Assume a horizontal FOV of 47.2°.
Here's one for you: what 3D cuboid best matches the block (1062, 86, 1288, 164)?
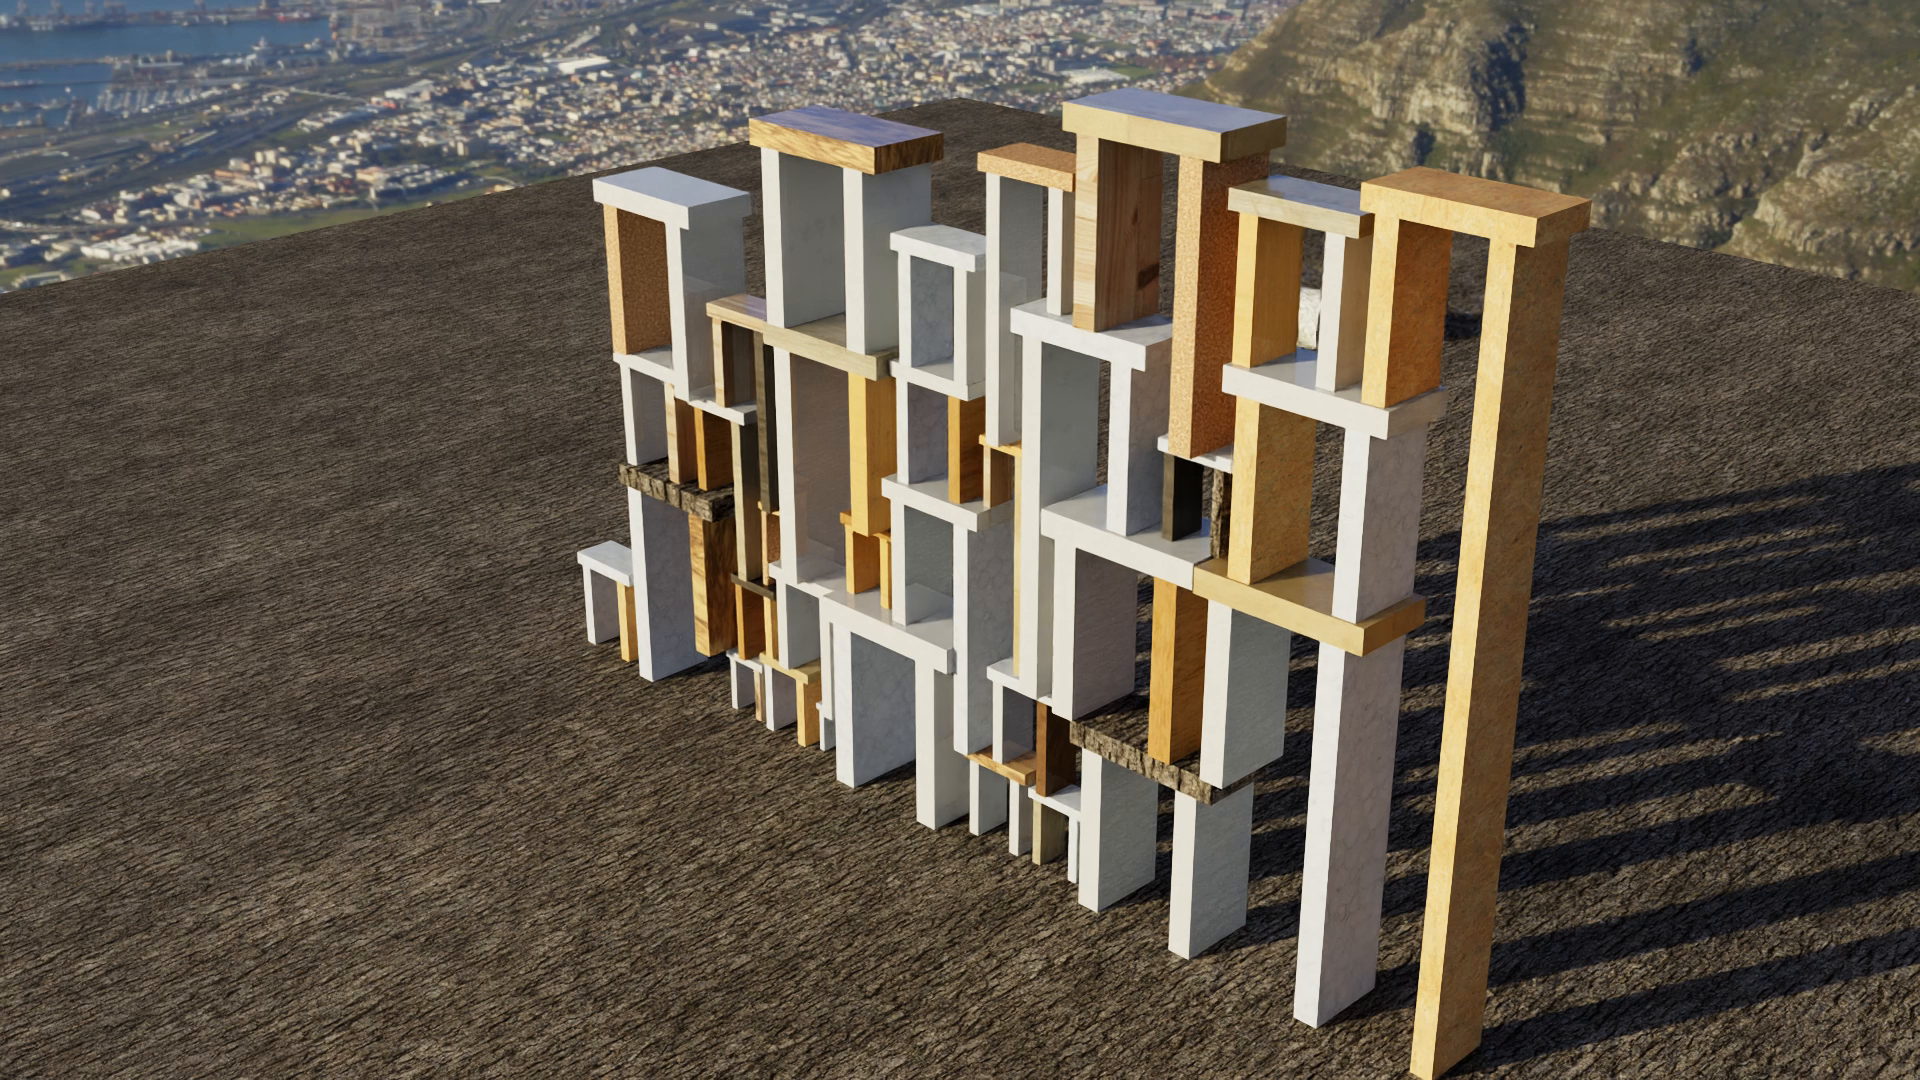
[{"bbox_3d":[0.345,-0.675,3.561,0.166,0.047,0.332,-22,31,-40],"label":"block"}]

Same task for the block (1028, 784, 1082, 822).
[{"bbox_3d":[0.206,0.495,4.211,0.139,0.020,0.070,21,31,41],"label":"block"}]

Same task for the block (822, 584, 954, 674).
[{"bbox_3d":[-0.089,0.161,4.397,0.180,0.051,0.359,-21,31,-41],"label":"block"}]

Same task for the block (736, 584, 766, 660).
[{"bbox_3d":[-0.451,0.169,4.779,0.070,0.178,0.020,-22,31,-40],"label":"block"}]

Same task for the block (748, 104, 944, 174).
[{"bbox_3d":[-0.216,-0.755,4.137,0.175,0.050,0.350,-21,31,-40],"label":"block"}]

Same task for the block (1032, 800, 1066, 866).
[{"bbox_3d":[0.173,0.556,4.272,0.020,0.140,0.070,21,31,41],"label":"block"}]

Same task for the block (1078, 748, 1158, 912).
[{"bbox_3d":[0.299,0.516,4.121,0.047,0.331,0.166,21,31,41],"label":"block"}]

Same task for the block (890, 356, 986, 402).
[{"bbox_3d":[-0.023,-0.310,4.115,0.104,0.030,0.209,-21,31,-40],"label":"block"}]

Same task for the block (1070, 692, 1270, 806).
[{"bbox_3d":[0.377,0.372,3.976,0.331,0.047,0.166,21,31,41],"label":"block"}]

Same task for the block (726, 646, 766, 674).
[{"bbox_3d":[-0.450,0.256,4.823,0.061,0.017,0.121,-21,31,-40],"label":"block"}]

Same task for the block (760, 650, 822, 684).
[{"bbox_3d":[-0.349,0.263,4.715,0.155,0.022,0.077,21,31,41],"label":"block"}]

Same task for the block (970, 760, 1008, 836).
[{"bbox_3d":[0.057,0.499,4.375,0.023,0.164,0.082,21,31,41],"label":"block"}]

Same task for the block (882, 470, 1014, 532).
[{"bbox_3d":[-0.014,-0.085,4.203,0.129,0.037,0.258,-21,31,-40],"label":"block"}]

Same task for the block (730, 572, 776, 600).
[{"bbox_3d":[-0.418,0.090,4.710,0.070,0.020,0.140,-22,31,-40],"label":"block"}]

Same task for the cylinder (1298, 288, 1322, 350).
[{"bbox_3d":[1.105,-0.734,7.240,0.196,0.196,0.196,10,25,22],"label":"cylinder"}]

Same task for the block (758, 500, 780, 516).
[{"bbox_3d":[-0.370,-0.068,4.597,0.101,0.014,0.050,21,31,40],"label":"block"}]

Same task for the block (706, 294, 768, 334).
[{"bbox_3d":[-0.417,-0.461,4.472,0.191,0.027,0.095,21,31,40],"label":"block"}]

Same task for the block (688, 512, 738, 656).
[{"bbox_3d":[-0.506,0.076,4.808,0.163,0.327,0.046,-21,30,-40],"label":"block"}]

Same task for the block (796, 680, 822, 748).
[{"bbox_3d":[-0.312,0.359,4.716,0.077,0.155,0.022,-21,31,-41],"label":"block"}]

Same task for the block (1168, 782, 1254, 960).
[{"bbox_3d":[0.455,0.577,3.977,0.166,0.331,0.047,-21,31,-41],"label":"block"}]

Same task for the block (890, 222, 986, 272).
[{"bbox_3d":[-0.012,-0.535,4.008,0.109,0.031,0.218,-21,31,-40],"label":"block"}]

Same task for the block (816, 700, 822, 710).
[{"bbox_3d":[-0.255,0.358,4.658,0.094,0.013,0.047,21,31,40],"label":"block"}]

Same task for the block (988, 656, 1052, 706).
[{"bbox_3d":[0.143,0.266,4.185,0.172,0.024,0.086,21,31,41],"label":"block"}]

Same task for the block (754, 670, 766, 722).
[{"bbox_3d":[-0.421,0.331,4.824,0.061,0.122,0.017,-21,31,-41],"label":"block"}]

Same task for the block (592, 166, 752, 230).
[{"bbox_3d":[-0.600,-0.713,4.570,0.162,0.046,0.325,-21,31,-40],"label":"block"}]

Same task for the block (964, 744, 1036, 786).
[{"bbox_3d":[0.095,0.428,4.303,0.082,0.023,0.164,-21,31,-41],"label":"block"}]

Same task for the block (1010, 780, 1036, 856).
[{"bbox_3d":[0.134,0.529,4.304,0.023,0.164,0.082,21,31,41],"label":"block"}]

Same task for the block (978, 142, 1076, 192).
[{"bbox_3d":[0.149,-0.644,3.794,0.221,0.031,0.111,21,31,40],"label":"block"}]

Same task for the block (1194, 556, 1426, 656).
[{"bbox_3d":[0.575,0.091,3.635,0.172,0.049,0.344,-21,31,-41],"label":"block"}]

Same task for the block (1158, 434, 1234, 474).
[{"bbox_3d":[0.420,-0.153,3.705,0.079,0.022,0.158,-22,31,-40],"label":"block"}]

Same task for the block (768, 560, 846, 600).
[{"bbox_3d":[-0.292,0.077,4.572,0.101,0.029,0.203,-21,31,-41],"label":"block"}]

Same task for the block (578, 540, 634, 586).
[{"bbox_3d":[-0.788,0.054,5.096,0.196,0.028,0.098,21,31,41],"label":"block"}]

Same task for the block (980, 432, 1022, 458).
[{"bbox_3d":[0.100,-0.178,4.045,0.060,0.017,0.121,-21,31,-41],"label":"block"}]

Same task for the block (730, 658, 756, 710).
[{"bbox_3d":[-0.478,0.309,4.877,0.061,0.121,0.017,-21,31,-41],"label":"block"}]

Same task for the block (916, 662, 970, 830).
[{"bbox_3d":[-0.006,0.382,4.400,0.051,0.359,0.180,21,31,41],"label":"block"}]

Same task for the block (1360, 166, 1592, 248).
[{"bbox_3d":[0.748,-0.488,3.201,0.294,0.042,0.147,21,31,41],"label":"block"}]

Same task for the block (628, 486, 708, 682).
[{"bbox_3d":[-0.658,0.080,4.977,0.046,0.465,0.163,21,31,41],"label":"block"}]

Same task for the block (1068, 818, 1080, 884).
[{"bbox_3d":[0.239,0.581,4.212,0.020,0.139,0.070,21,31,41],"label":"block"}]

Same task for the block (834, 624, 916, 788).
[{"bbox_3d":[-0.175,0.316,4.556,0.180,0.359,0.051,-21,31,-41],"label":"block"}]

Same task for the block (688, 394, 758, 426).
[{"bbox_3d":[-0.477,-0.286,4.619,0.092,0.026,0.184,-21,31,-40],"label":"block"}]

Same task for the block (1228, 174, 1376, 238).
[{"bbox_3d":[0.551,-0.517,3.399,0.247,0.035,0.124,21,31,41],"label":"block"}]

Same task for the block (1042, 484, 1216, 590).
[{"bbox_3d":[0.329,-0.009,3.864,0.346,0.049,0.173,21,31,40],"label":"block"}]

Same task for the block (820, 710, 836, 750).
[{"bbox_3d":[-0.277,0.399,4.700,0.013,0.095,0.047,21,31,41],"label":"block"}]

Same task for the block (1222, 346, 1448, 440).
[{"bbox_3d":[0.590,-0.238,3.477,0.318,0.045,0.159,21,31,41],"label":"block"}]

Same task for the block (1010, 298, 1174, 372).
[{"bbox_3d":[0.252,-0.364,3.796,0.307,0.043,0.153,21,31,40],"label":"block"}]

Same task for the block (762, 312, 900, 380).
[{"bbox_3d":[-0.215,-0.389,4.292,0.164,0.046,0.328,-21,31,-40],"label":"block"}]

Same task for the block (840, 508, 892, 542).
[{"bbox_3d":[-0.161,-0.035,4.385,0.075,0.021,0.149,-21,31,-41],"label":"block"}]

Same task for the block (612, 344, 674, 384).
[{"bbox_3d":[-0.633,-0.387,4.733,0.114,0.032,0.229,-20,30,-39],"label":"block"}]

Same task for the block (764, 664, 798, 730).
[{"bbox_3d":[-0.385,0.331,4.783,0.022,0.155,0.077,21,31,41],"label":"block"}]

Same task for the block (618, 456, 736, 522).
[{"bbox_3d":[-0.581,-0.126,4.806,0.163,0.046,0.327,-21,31,-40],"label":"block"}]
